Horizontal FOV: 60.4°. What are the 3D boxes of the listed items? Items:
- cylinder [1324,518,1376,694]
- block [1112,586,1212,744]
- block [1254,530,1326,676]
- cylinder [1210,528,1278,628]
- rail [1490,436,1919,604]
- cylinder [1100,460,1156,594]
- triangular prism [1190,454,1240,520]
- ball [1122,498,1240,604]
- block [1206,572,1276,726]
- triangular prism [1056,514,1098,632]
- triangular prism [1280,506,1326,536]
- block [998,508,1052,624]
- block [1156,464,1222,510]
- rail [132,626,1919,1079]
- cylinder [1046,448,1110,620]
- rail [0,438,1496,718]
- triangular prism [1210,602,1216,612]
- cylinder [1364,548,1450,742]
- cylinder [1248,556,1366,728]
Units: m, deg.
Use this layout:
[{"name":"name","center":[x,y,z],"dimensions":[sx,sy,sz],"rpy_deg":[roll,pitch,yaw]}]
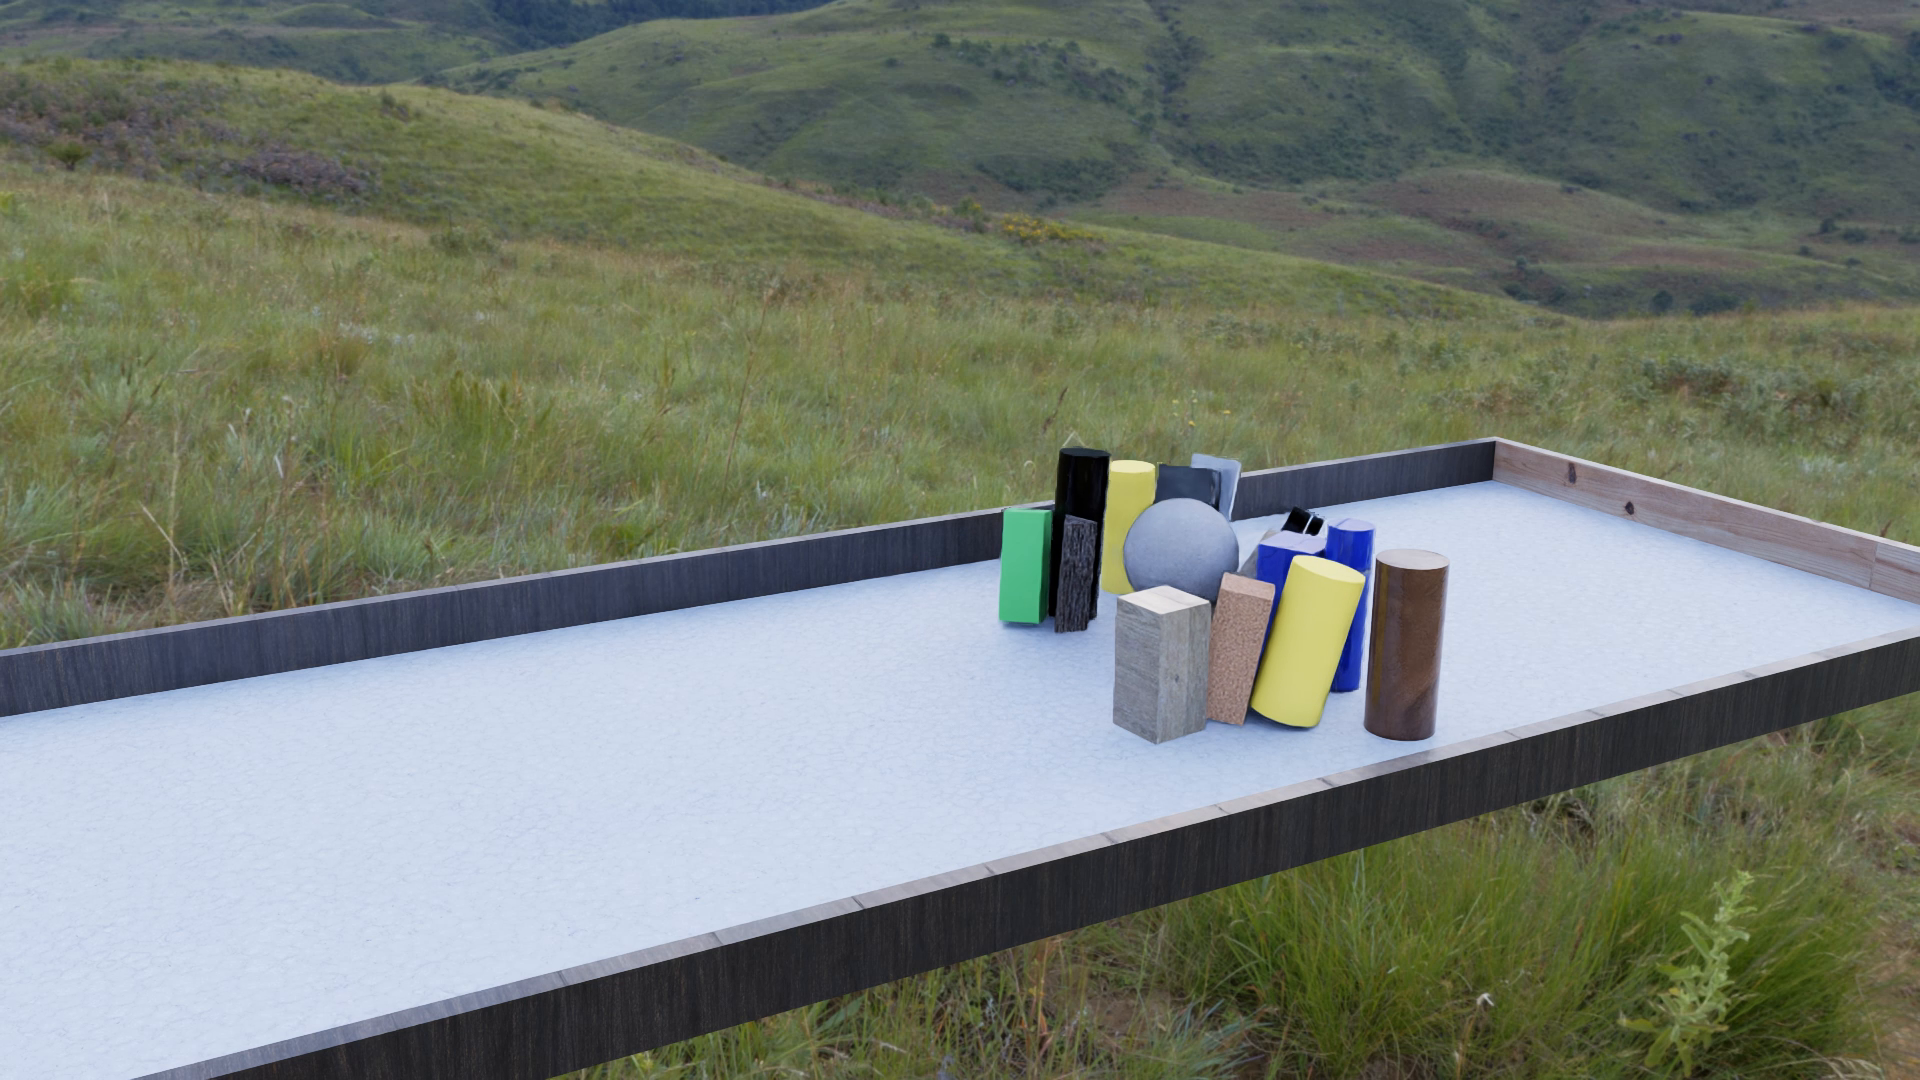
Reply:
[{"name":"cylinder","center":[0.945,0.162,4.060],"dimensions":[0.112,0.416,0.112],"rpy_deg":[1,17,0]},{"name":"block","center":[0.467,0.287,3.823],"dimensions":[0.153,0.314,0.153],"rpy_deg":[-11,20,-33]},{"name":"block","center":[0.841,0.172,4.147],"dimensions":[0.146,0.349,0.146],"rpy_deg":[12,20,34]},{"name":"cylinder","center":[0.753,0.137,4.285],"dimensions":[0.109,0.336,0.109],"rpy_deg":[33,7,-5]},{"name":"rail","center":[2.466,-0.048,5.253],"dimensions":[0.050,0.150,2.100],"rpy_deg":[-9,18,-27]},{"name":"cylinder","center":[0.490,-0.037,4.831],"dimensions":[0.151,0.367,0.151],"rpy_deg":[0,16,0]},{"name":"triangular prism","center":[0.711,-0.031,4.712],"dimensions":[0.142,0.405,0.123],"rpy_deg":[12,4,25]},{"name":"ball","center":[0.584,0.041,4.363],"dimensions":[0.306,0.306,0.306],"rpy_deg":[0,16,0]},{"name":"block","center":[0.644,0.257,3.884],"dimensions":[0.123,0.320,0.123],"rpy_deg":[13,19,10]},{"name":"triangular prism","center":[0.297,0.090,4.491],"dimensions":[0.100,0.306,0.087],"rpy_deg":[-3,18,-24]},{"name":"triangular prism","center":[0.836,0.093,4.349],"dimensions":[0.089,0.368,0.103],"rpy_deg":[28,5,14]},{"name":"block","center":[0.181,0.070,4.552],"dimensions":[0.113,0.301,0.113],"rpy_deg":[4,5,14]},{"name":"block","center":[0.623,0.001,4.590],"dimensions":[0.149,0.403,0.149],"rpy_deg":[6,1,18]},{"name":"rail","center":[-2.336,1.006,1.665],"dimensions":[12.000,0.150,0.050],"rpy_deg":[-9,18,-27]},{"name":"cylinder","center":[0.327,-0.017,4.579],"dimensions":[0.143,0.459,0.143],"rpy_deg":[4,13,-1]},{"name":"rail","center":[-3.305,0.497,3.399],"dimensions":[12.000,0.150,0.050],"rpy_deg":[-9,18,-27]},{"name":"triangular prism","center":[0.755,0.166,4.448],"dimensions":[0.345,0.091,0.106],"rpy_deg":[-21,65,-29]},{"name":"cylinder","center":[1.028,0.241,3.803],"dimensions":[0.163,0.413,0.163],"rpy_deg":[0,16,0]},{"name":"cylinder","center":[0.809,0.236,3.855],"dimensions":[0.173,0.362,0.173],"rpy_deg":[13,16,-4]}]
